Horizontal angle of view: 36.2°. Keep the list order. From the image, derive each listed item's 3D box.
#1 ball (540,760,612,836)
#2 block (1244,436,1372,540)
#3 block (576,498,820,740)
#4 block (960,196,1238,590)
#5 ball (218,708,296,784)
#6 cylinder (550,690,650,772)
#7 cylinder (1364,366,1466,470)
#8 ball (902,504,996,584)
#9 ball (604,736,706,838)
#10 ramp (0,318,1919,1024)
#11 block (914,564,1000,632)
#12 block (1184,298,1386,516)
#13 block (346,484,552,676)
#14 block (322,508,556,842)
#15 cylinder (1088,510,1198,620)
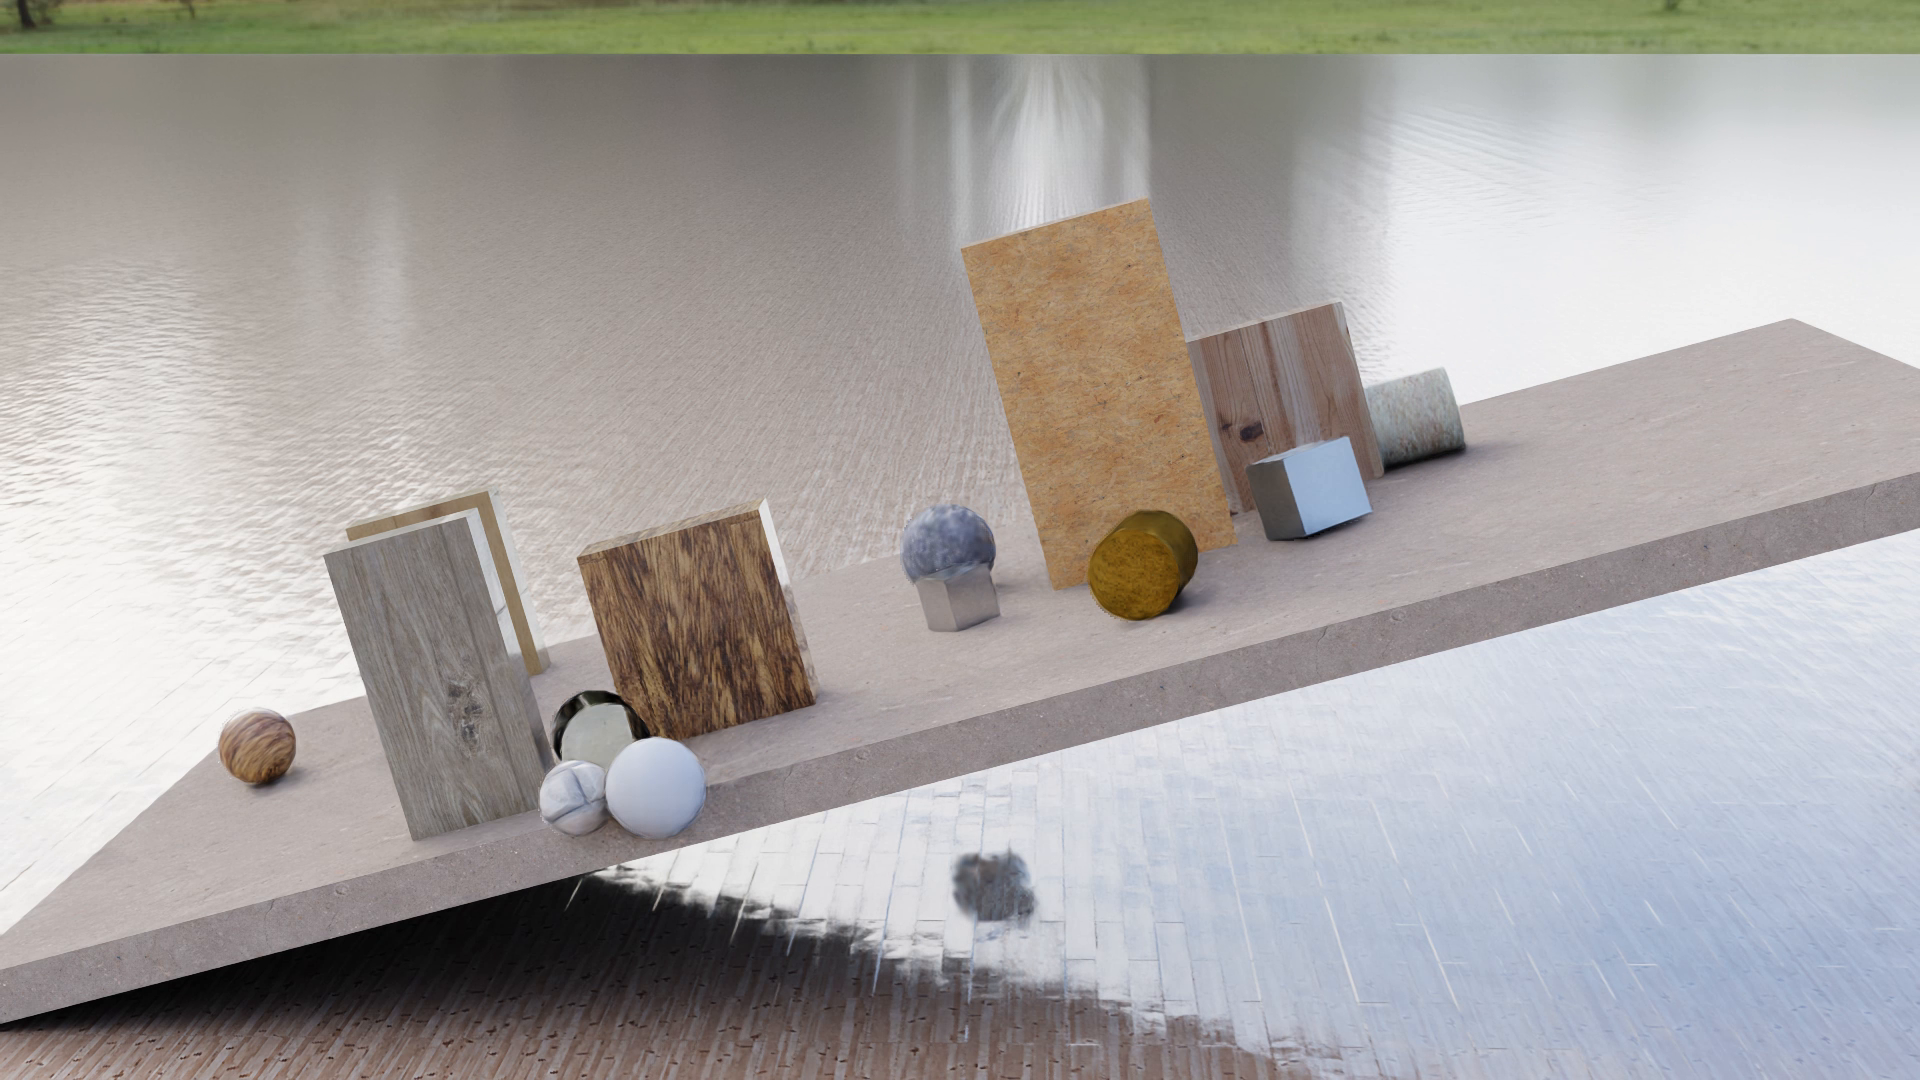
[{"bbox_3d":[-0.692,0.467,5.326,0.138,0.138,0.138,0,10,0],"label":"ball"},{"bbox_3d":[0.728,-0.107,6.155,0.165,0.165,0.165,-19,4,-23],"label":"block"},{"bbox_3d":[-0.519,0.168,5.872,0.373,0.406,0.144,-15,9,4],"label":"block"},{"bbox_3d":[0.298,-0.311,6.272,0.406,0.758,0.098,-15,9,4],"label":"block"},{"bbox_3d":[-1.577,0.461,6.601,0.172,0.172,0.172,0,10,0],"label":"ball"},{"bbox_3d":[-0.684,0.383,5.599,0.172,0.172,0.172,-3,6,-14],"label":"cylinder"},{"bbox_3d":[1.021,-0.274,6.633,0.190,0.190,0.190,-15,9,5],"label":"cylinder"},{"bbox_3d":[-0.026,0.025,6.525,0.209,0.209,0.209,0,10,0],"label":"ball"},{"bbox_3d":[-0.545,0.444,5.269,0.182,0.182,0.182,0,10,0],"label":"ball"},{"bbox_3d":[0.081,0.191,6.329,4.000,0.100,2.000,-15,9,4],"label":"ramp"},{"bbox_3d":[-0.004,0.122,6.211,0.114,0.114,0.114,-21,11,-31],"label":"block"},{"bbox_3d":[0.701,-0.292,6.599,0.409,0.404,0.089,-15,9,4],"label":"block"},{"bbox_3d":[-1.226,0.136,7.059,0.355,0.457,0.114,-15,9,4],"label":"block"},{"bbox_3d":[-0.980,0.255,5.594,0.282,0.573,0.108,-15,9,4],"label":"block"},{"bbox_3d":[0.364,0.048,5.825,0.182,0.182,0.182,3,14,16],"label":"cylinder"}]
